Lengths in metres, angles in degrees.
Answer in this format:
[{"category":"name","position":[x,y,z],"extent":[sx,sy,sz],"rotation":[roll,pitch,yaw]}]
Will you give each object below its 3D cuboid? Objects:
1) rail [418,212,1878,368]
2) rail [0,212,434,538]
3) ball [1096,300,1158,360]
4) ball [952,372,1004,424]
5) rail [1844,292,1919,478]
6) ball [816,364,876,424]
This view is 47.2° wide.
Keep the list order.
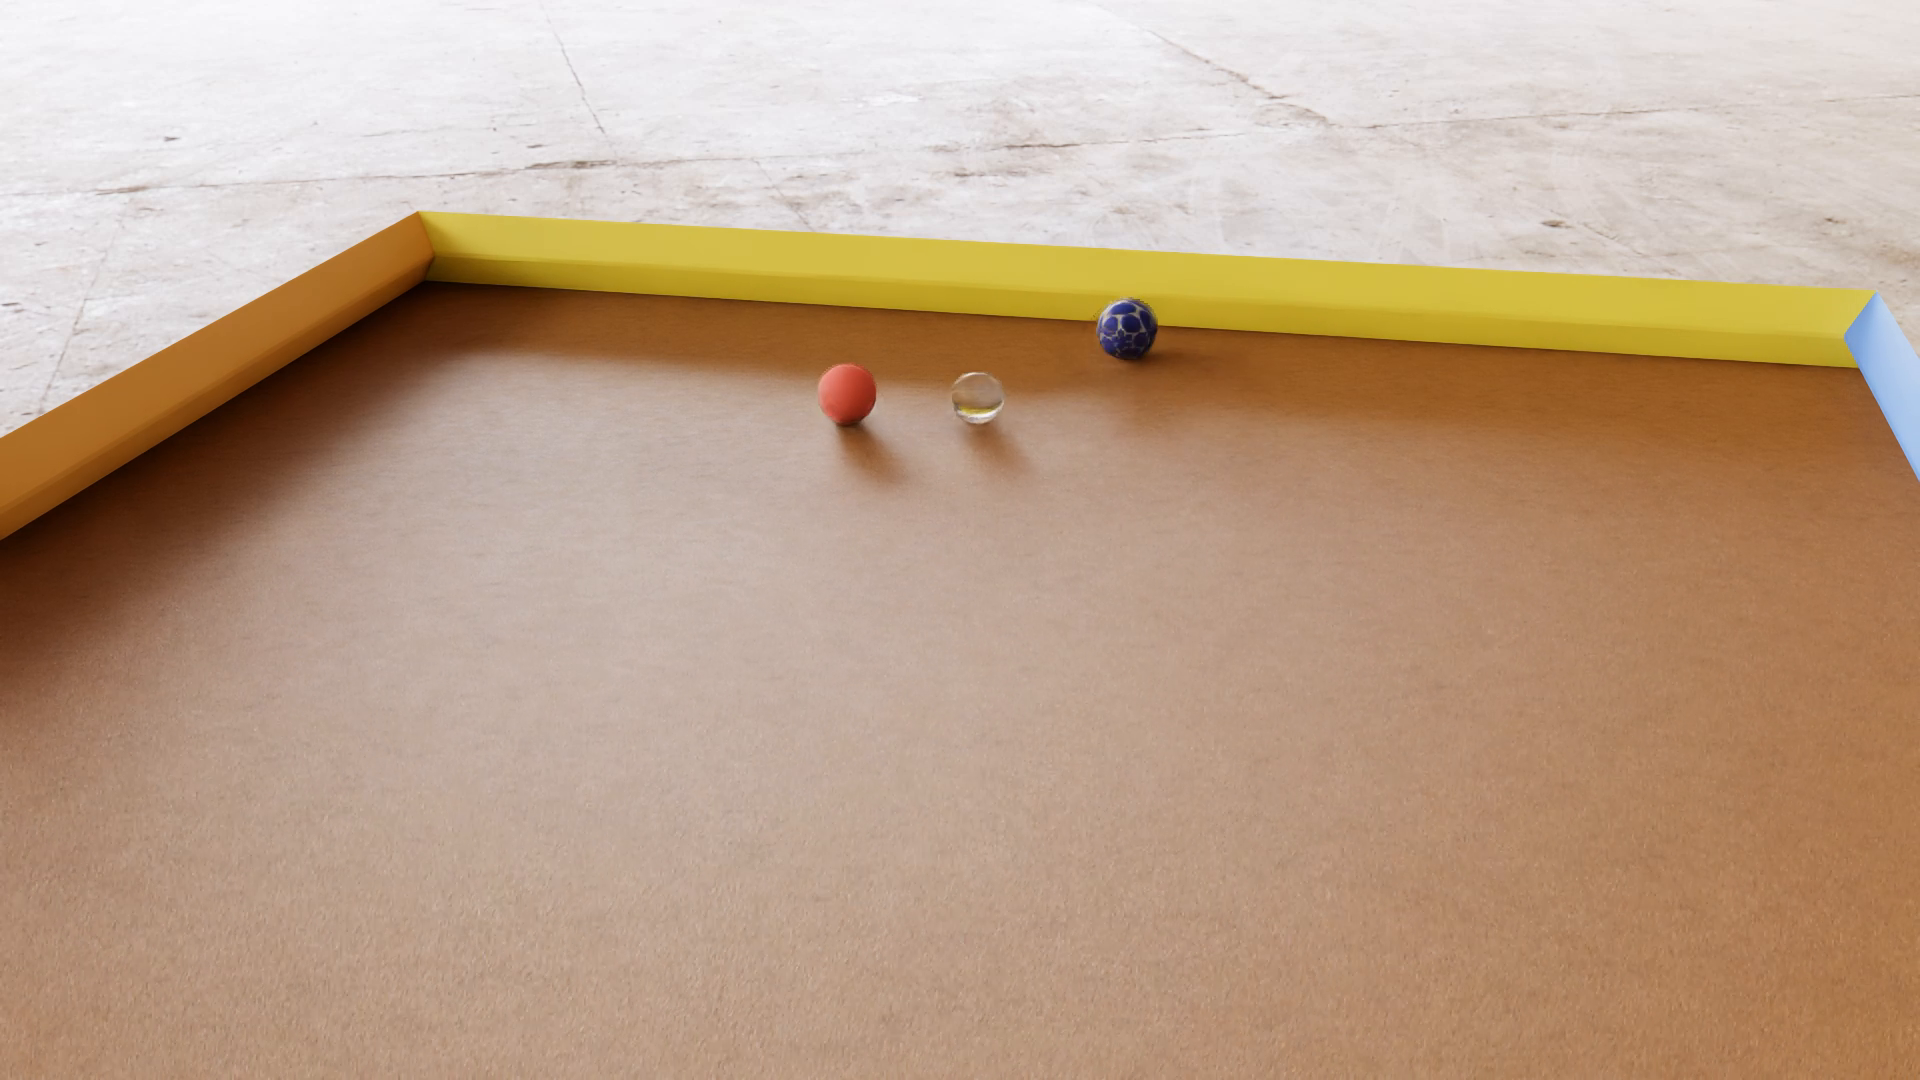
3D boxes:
[{"category":"rail","position":[0.216,-0.396,3.463],"extent":[2.314,0.118,0.045],"rotation":[5,23,11]},{"category":"rail","position":[-1.329,0.283,1.807],"extent":[0.045,0.118,4.197],"rotation":[5,23,11]},{"category":"ball","position":[0.251,-0.317,3.308],"extent":[0.091,0.091,0.091],"rotation":[0,22,0]},{"category":"ball","position":[0.025,-0.196,3.040],"extent":[0.072,0.072,0.072],"rotation":[0,22,0]},{"category":"rail","position":[0.887,0.464,1.366],"extent":[0.045,0.118,4.197],"rotation":[5,23,11]},{"category":"ball","position":[-0.157,-0.201,3.039],"extent":[0.082,0.082,0.082],"rotation":[0,22,0]}]
